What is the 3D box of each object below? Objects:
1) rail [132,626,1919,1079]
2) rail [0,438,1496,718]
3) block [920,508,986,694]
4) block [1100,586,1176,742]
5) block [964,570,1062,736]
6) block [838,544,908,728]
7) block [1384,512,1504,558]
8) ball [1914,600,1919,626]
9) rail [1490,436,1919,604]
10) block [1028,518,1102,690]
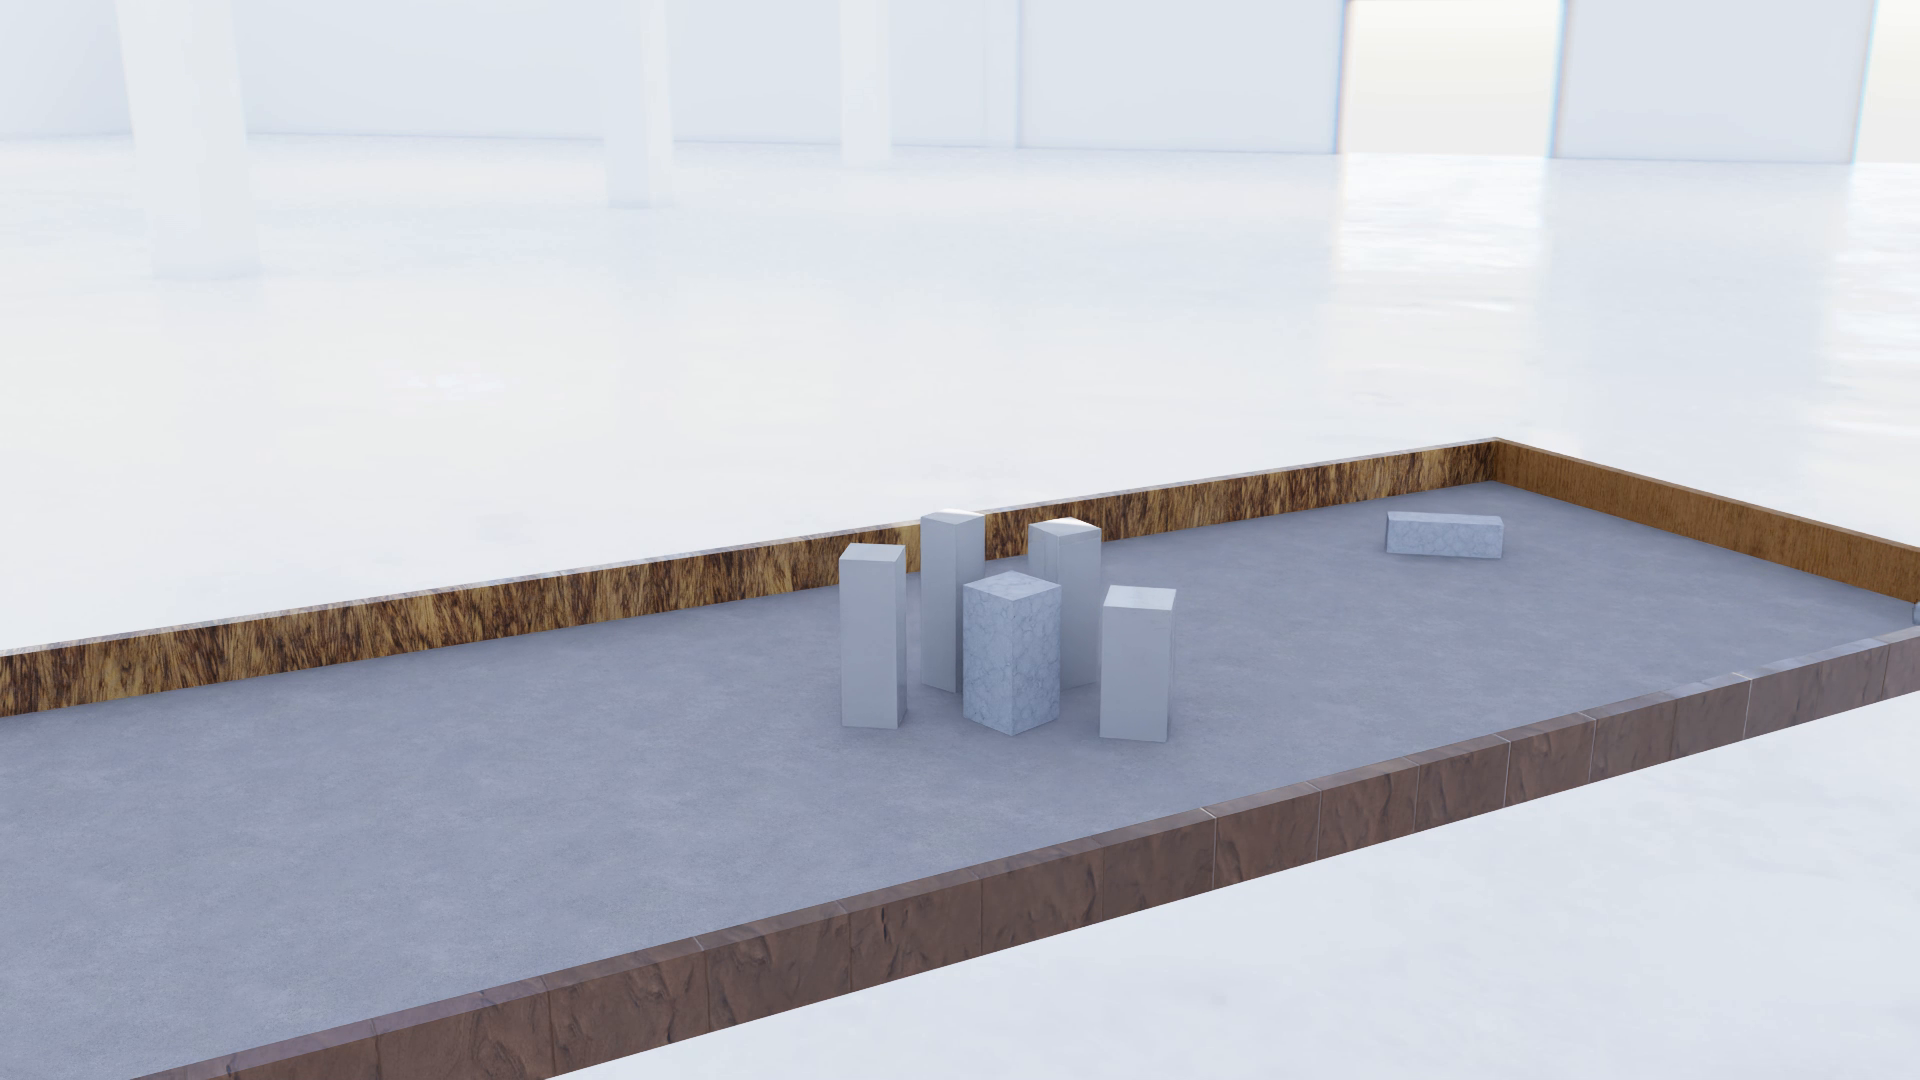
[{"bbox_3d":[-2.336,1.006,1.665,12.000,0.150,0.050,-9,18,-27],"label":"rail"},{"bbox_3d":[-3.305,0.497,3.399,12.000,0.150,0.050,-9,18,-27],"label":"rail"},{"bbox_3d":[-0.018,0.149,4.082,0.112,0.433,0.112,13,21,38],"label":"block"},{"bbox_3d":[0.412,0.285,3.819,0.153,0.320,0.153,3,17,11],"label":"block"},{"bbox_3d":[0.122,0.263,3.876,0.161,0.329,0.161,-15,22,-42],"label":"block"},{"bbox_3d":[-0.202,0.224,3.866,0.131,0.409,0.131,2,17,8],"label":"block"},{"bbox_3d":[1.531,-0.018,5.225,0.347,0.107,0.107,3,17,10],"label":"block"},{"bbox_3d":[2.615,0.205,4.348,0.175,0.175,0.175,0,16,0],"label":"ball"},{"bbox_3d":[2.466,-0.048,5.253,0.050,0.150,2.100,-9,18,-27],"label":"rail"},{"bbox_3d":[0.258,0.158,4.110,0.128,0.399,0.128,-10,19,-31],"label":"block"}]
